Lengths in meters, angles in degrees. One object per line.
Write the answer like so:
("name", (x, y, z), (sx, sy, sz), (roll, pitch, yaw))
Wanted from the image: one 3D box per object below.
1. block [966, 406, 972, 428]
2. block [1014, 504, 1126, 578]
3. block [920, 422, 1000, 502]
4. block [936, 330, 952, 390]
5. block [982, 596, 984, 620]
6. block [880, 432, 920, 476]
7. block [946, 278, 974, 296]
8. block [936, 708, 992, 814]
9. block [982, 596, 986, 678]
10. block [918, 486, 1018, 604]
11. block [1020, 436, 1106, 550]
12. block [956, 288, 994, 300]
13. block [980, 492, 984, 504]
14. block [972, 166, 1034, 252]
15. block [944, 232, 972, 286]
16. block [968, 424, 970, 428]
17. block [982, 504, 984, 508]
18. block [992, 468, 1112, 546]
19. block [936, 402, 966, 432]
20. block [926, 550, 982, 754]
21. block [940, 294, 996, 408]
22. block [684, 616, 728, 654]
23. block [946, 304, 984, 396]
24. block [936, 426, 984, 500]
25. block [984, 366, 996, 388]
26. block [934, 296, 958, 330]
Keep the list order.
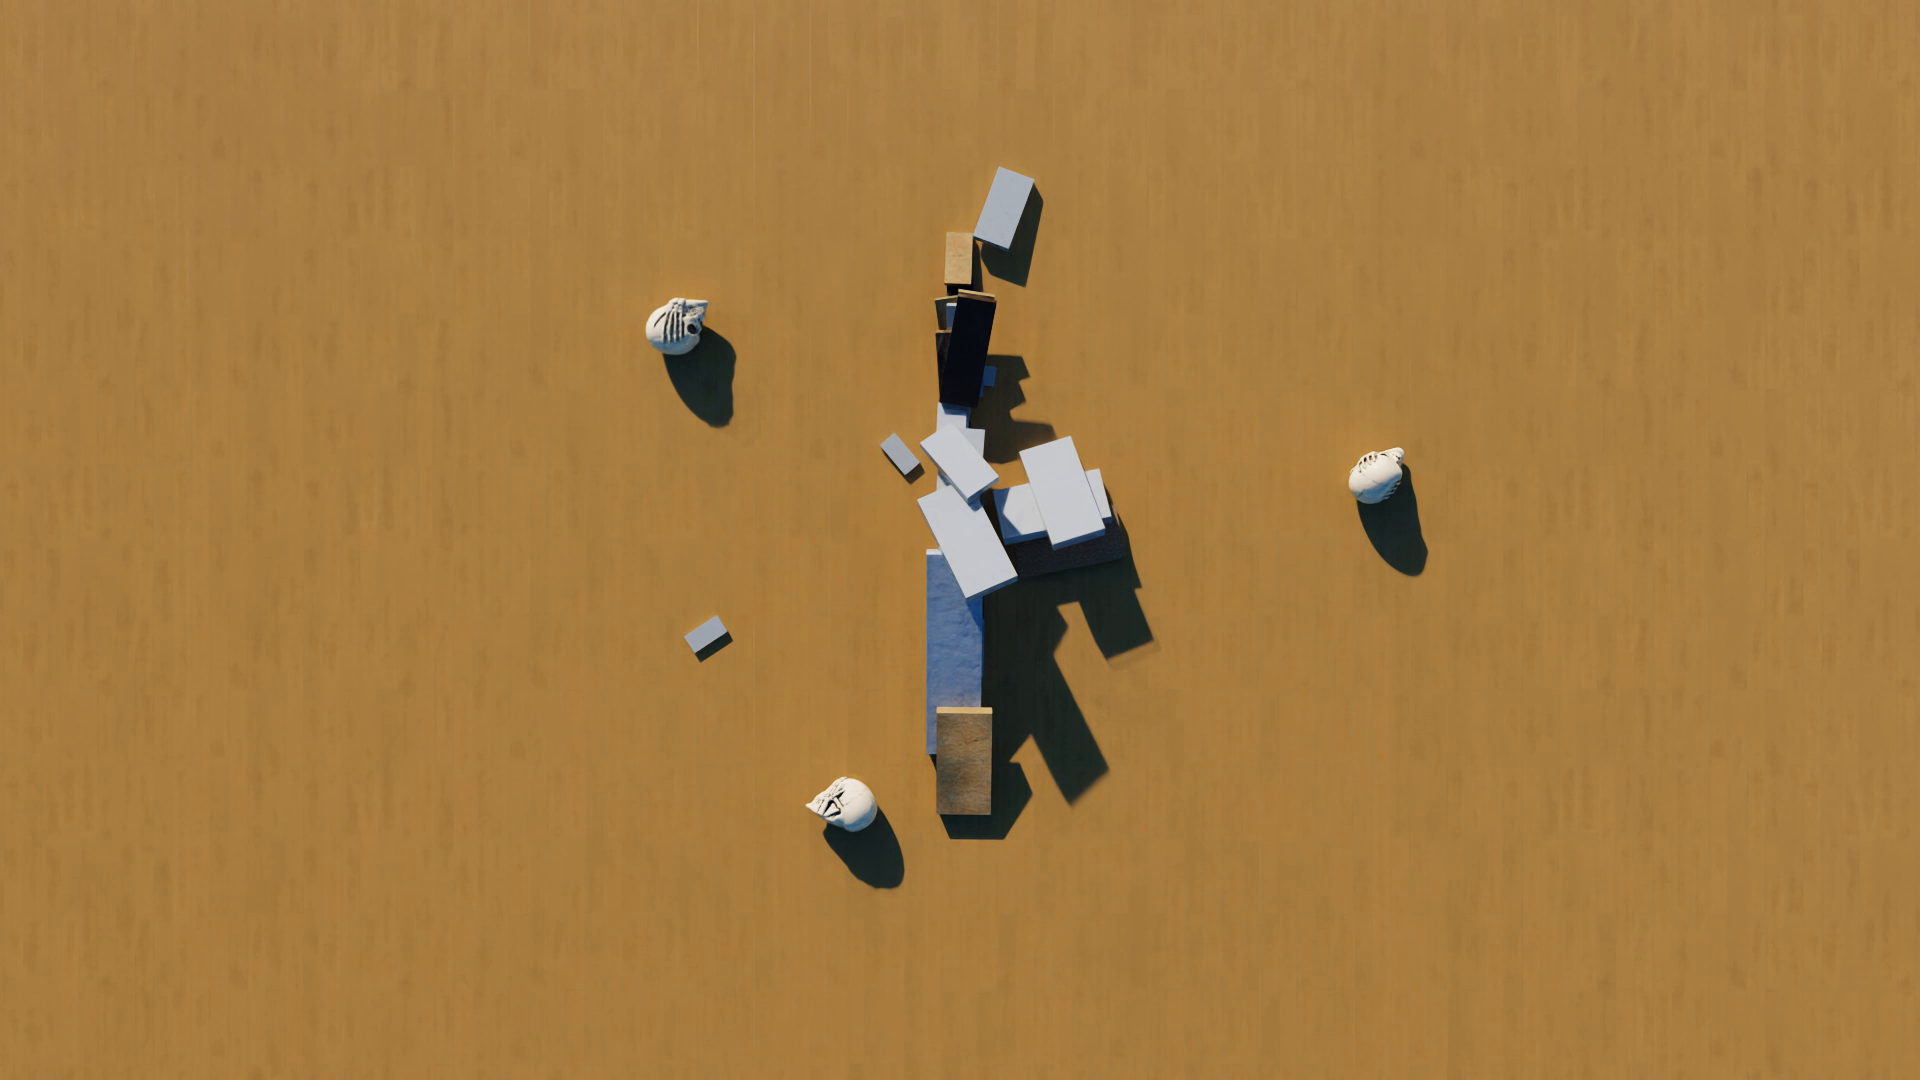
("block", (-0.024, -0.355, 5.450), (0.095, 0.027, 0.191), (8, 76, 2))
("block", (0.356, 0.005, 5.475), (0.356, 0.050, 0.178), (-11, 90, 0))
("block", (-0.002, -0.250, 5.287), (0.126, 0.036, 0.252), (-35, 69, -14))
("block", (-0.013, -0.569, 5.407), (0.120, 0.034, 0.239), (-2, 113, 3))
("block", (0.007, 0.109, 5.336), (0.148, 0.042, 0.295), (0, 107, 0))
("block", (-0.199, -0.286, 5.491), (0.065, 0.018, 0.131), (-40, 90, 0))
("block", (-0.001, -0.782, 5.488), (0.088, 0.025, 0.176), (1, 90, 0))
("block", (0.013, 0.727, 5.425), (0.180, 0.051, 0.360), (1, 106, 0))
("block", (0.006, 0.305, 5.438), (0.148, 0.042, 0.295), (1, 107, 0))
("block", (0.022, 0.000, 5.228), (0.178, 0.050, 0.369), (-23, 70, -9))
("block", (0.333, -0.155, 5.398), (0.178, 0.050, 0.356), (-17, 65, -2))
("block", (0.036, -0.697, 5.428), (0.120, 0.034, 0.239), (8, 113, -3))
("block", (0.007, -0.091, 5.440), (0.142, 0.040, 0.284), (1, 106, 0))
("block", (0.144, -1.097, 5.468), (0.126, 0.036, 0.252), (20, 84, 0))
("block", (-0.005, -0.932, 5.473), (0.088, 0.025, 0.176), (2, 80, 0))
("block", (-0.014, -0.297, 5.463), (0.095, 0.027, 0.191), (1, 76, 0))
("block", (0.003, 0.022, 5.428), (0.142, 0.040, 0.284), (1, 112, 0))
("block", (0.303, -0.109, 5.437), (0.360, 0.051, 0.180), (-12, 64, 0))
("block", (-0.029, -0.355, 5.422), (0.095, 0.027, 0.191), (3, 76, 0))
("block", (-0.019, 0.370, 5.368), (0.180, 0.051, 0.697), (1, 108, 0))
("block", (0.025, -0.611, 5.351), (0.126, 0.036, 0.359), (10, 113, -2))
("block", (-0.845, 0.313, 5.491), (0.131, 0.018, 0.065), (-33, 90, 0))
("block", (0.018, -0.623, 5.420), (0.120, 0.034, 0.308), (1, 113, 2))
("block", (0.000, -0.220, 5.357), (0.142, 0.040, 0.284), (4, 80, 1))
("block", (0.053, -0.552, 5.491), (0.131, 0.018, 0.065), (9, 90, 0))
("block", (-0.027, -0.717, 5.452), (0.088, 0.025, 0.176), (-7, 113, 3))
